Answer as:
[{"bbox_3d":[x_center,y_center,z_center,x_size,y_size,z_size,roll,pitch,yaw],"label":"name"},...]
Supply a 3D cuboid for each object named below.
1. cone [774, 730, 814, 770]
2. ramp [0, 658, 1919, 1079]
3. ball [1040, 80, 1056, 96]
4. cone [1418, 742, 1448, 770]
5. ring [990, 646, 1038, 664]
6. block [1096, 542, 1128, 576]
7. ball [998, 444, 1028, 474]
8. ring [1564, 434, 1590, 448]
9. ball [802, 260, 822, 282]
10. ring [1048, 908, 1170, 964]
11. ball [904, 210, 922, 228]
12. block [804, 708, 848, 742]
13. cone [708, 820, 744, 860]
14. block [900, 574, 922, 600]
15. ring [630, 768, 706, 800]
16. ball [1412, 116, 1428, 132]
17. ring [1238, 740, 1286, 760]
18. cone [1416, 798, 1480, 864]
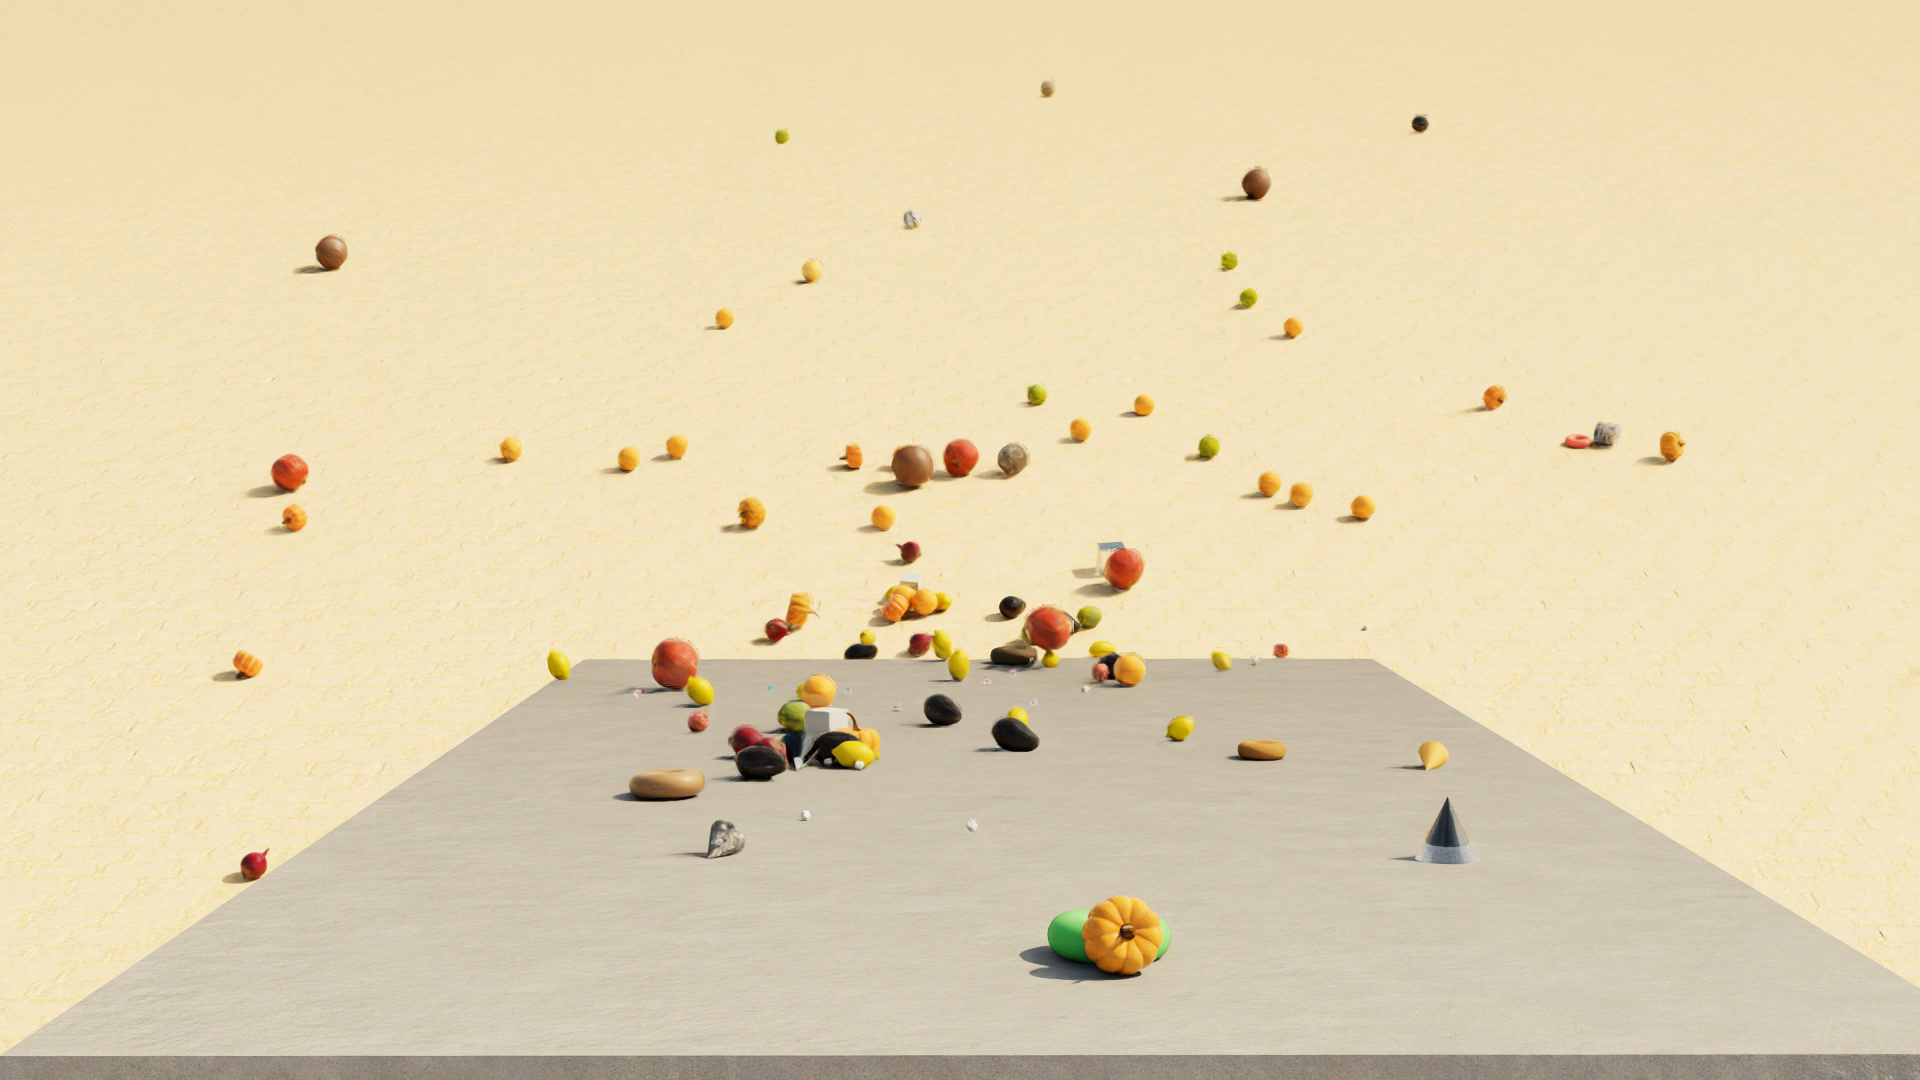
[{"bbox_3d":[-0.287,0.388,4.544,0.072,0.072,0.072,-4,46,-11],"label":"cone"},{"bbox_3d":[0.050,0.454,4.532,2.000,0.100,4.000,0,3,0],"label":"ramp"},{"bbox_3d":[0.457,-2.346,13.347,0.082,0.082,0.082,0,22,0],"label":"ball"},{"bbox_3d":[0.829,0.392,4.535,0.054,0.054,0.054,8,32,20],"label":"cone"},{"bbox_3d":[0.135,0.288,6.416,0.120,0.040,0.120,-1,3,0],"label":"ring"},{"bbox_3d":[0.432,0.054,7.309,0.073,0.073,0.073,-3,22,-8],"label":"block"},{"bbox_3d":[0.165,-0.253,8.054,0.095,0.095,0.095,0,22,0],"label":"ball"},{"bbox_3d":[1.998,-0.320,8.314,0.083,0.028,0.083,0,23,0],"label":"ring"},{"bbox_3d":[-0.581,-1.057,10.099,0.082,0.082,0.082,0,22,0],"label":"ball"},{"bbox_3d":[0.173,0.460,2.990,0.144,0.048,0.144,1,2,0],"label":"ring"},{"bbox_3d":[-0.202,-1.357,10.862,0.076,0.076,0.076,0,22,0],"label":"ball"},{"bbox_3d":[-0.256,0.355,4.930,0.059,0.059,0.059,2,4,35],"label":"block"},{"bbox_3d":[-0.344,0.437,3.651,0.057,0.057,0.057,10,34,24],"label":"cone"},{"bbox_3d":[-0.136,0.129,7.148,0.052,0.052,0.052,4,22,10],"label":"block"},{"bbox_3d":[-0.481,0.400,4.219,0.125,0.042,0.125,-3,0,0],"label":"ring"},{"bbox_3d":[2.247,-2.031,12.551,0.084,0.084,0.084,0,22,0],"label":"ball"},{"bbox_3d":[0.549,0.382,4.676,0.089,0.030,0.089,1,3,0],"label":"ring"},{"bbox_3d":[0.688,0.406,3.628,0.089,0.089,0.089,0,3,0],"label":"cone"}]
